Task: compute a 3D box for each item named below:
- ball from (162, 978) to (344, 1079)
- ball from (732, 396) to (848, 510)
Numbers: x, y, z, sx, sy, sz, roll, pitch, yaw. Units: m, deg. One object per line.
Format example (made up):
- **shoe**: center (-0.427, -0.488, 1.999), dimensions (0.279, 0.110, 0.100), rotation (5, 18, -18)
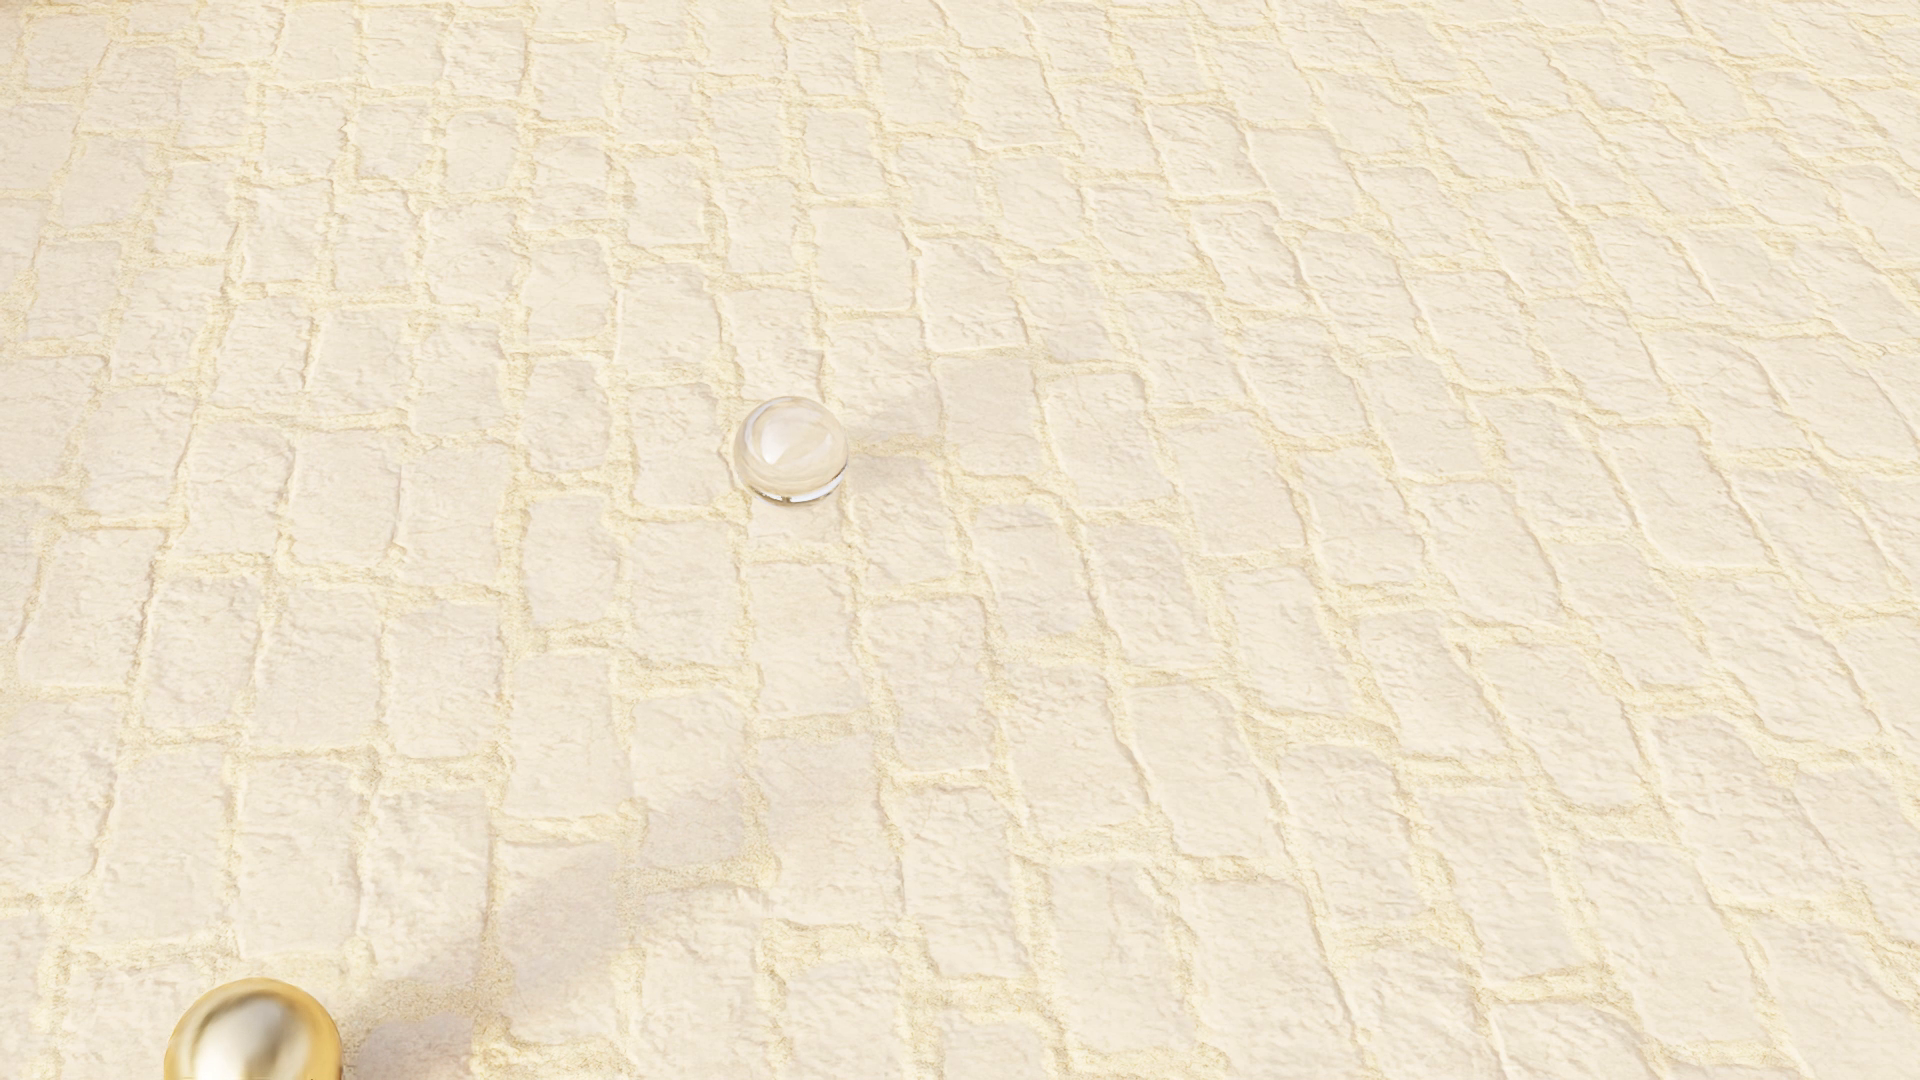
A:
- **ball**: center (-0.333, 0.248, 1.211), dimensions (0.082, 0.082, 0.082), rotation (0, 36, 0)
- **ball**: center (-0.107, -0.055, 1.629), dimensions (0.073, 0.073, 0.073), rotation (0, 36, 0)
